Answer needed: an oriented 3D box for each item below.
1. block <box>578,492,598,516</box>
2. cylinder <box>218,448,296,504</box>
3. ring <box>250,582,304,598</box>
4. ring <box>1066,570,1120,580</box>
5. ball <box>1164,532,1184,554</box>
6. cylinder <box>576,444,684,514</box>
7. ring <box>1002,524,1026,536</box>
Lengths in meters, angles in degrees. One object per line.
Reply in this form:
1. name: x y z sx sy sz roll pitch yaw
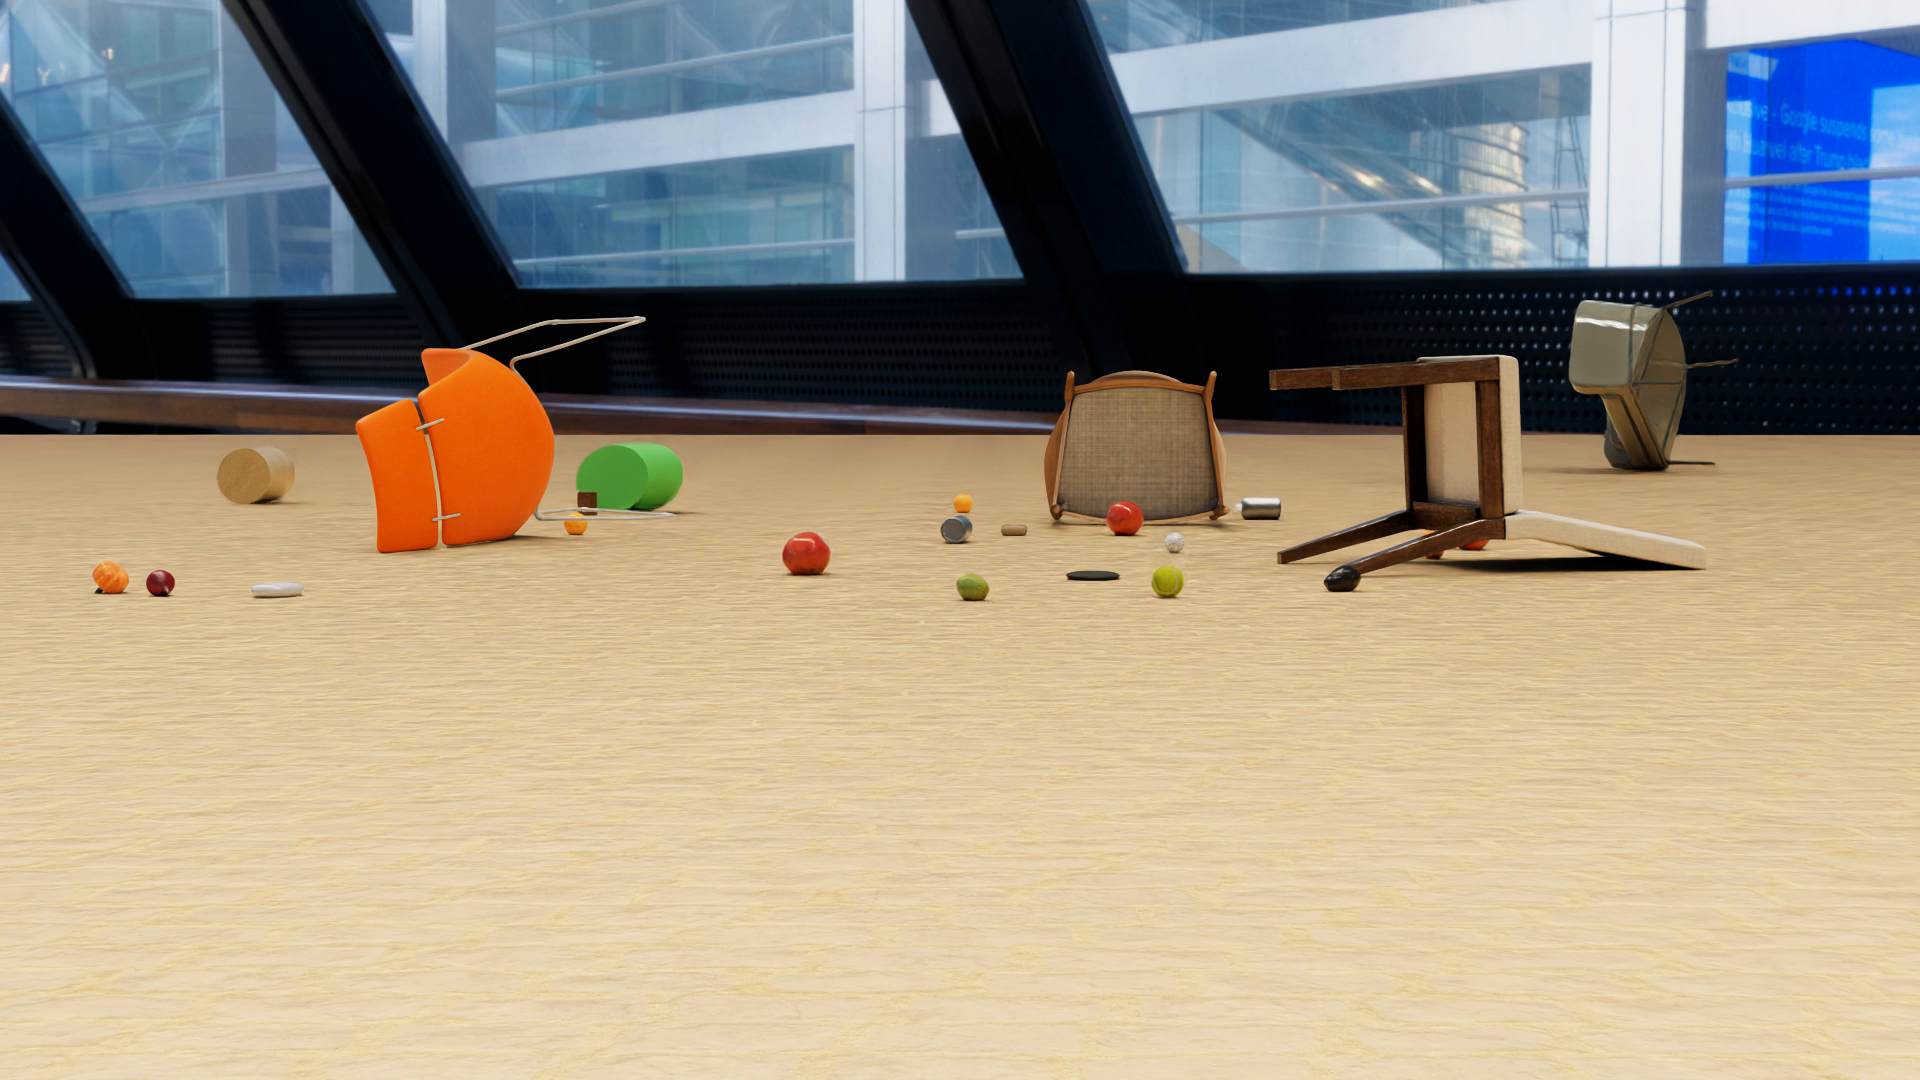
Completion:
1. block: -1.328 -0.129 7.835 0.050 0.081 0.054 1 4 17
2. cylinder: -2.769 -0.254 8.659 0.210 0.222 0.240 38 7 3
3. ring: -1.478 0.108 4.765 0.116 0.029 0.089 -3 4 -44
4. ring: 0.315 0.084 5.208 0.125 0.016 0.137 3 5 33
5. ball: 0.587 0.008 6.022 0.057 0.057 0.057 0 4 0
6. cylinder: -1.202 -0.225 8.013 0.318 0.243 0.222 -12 -2 27
7. ring: 0.166 -0.030 6.752 0.080 0.033 0.083 -2 5 -13
